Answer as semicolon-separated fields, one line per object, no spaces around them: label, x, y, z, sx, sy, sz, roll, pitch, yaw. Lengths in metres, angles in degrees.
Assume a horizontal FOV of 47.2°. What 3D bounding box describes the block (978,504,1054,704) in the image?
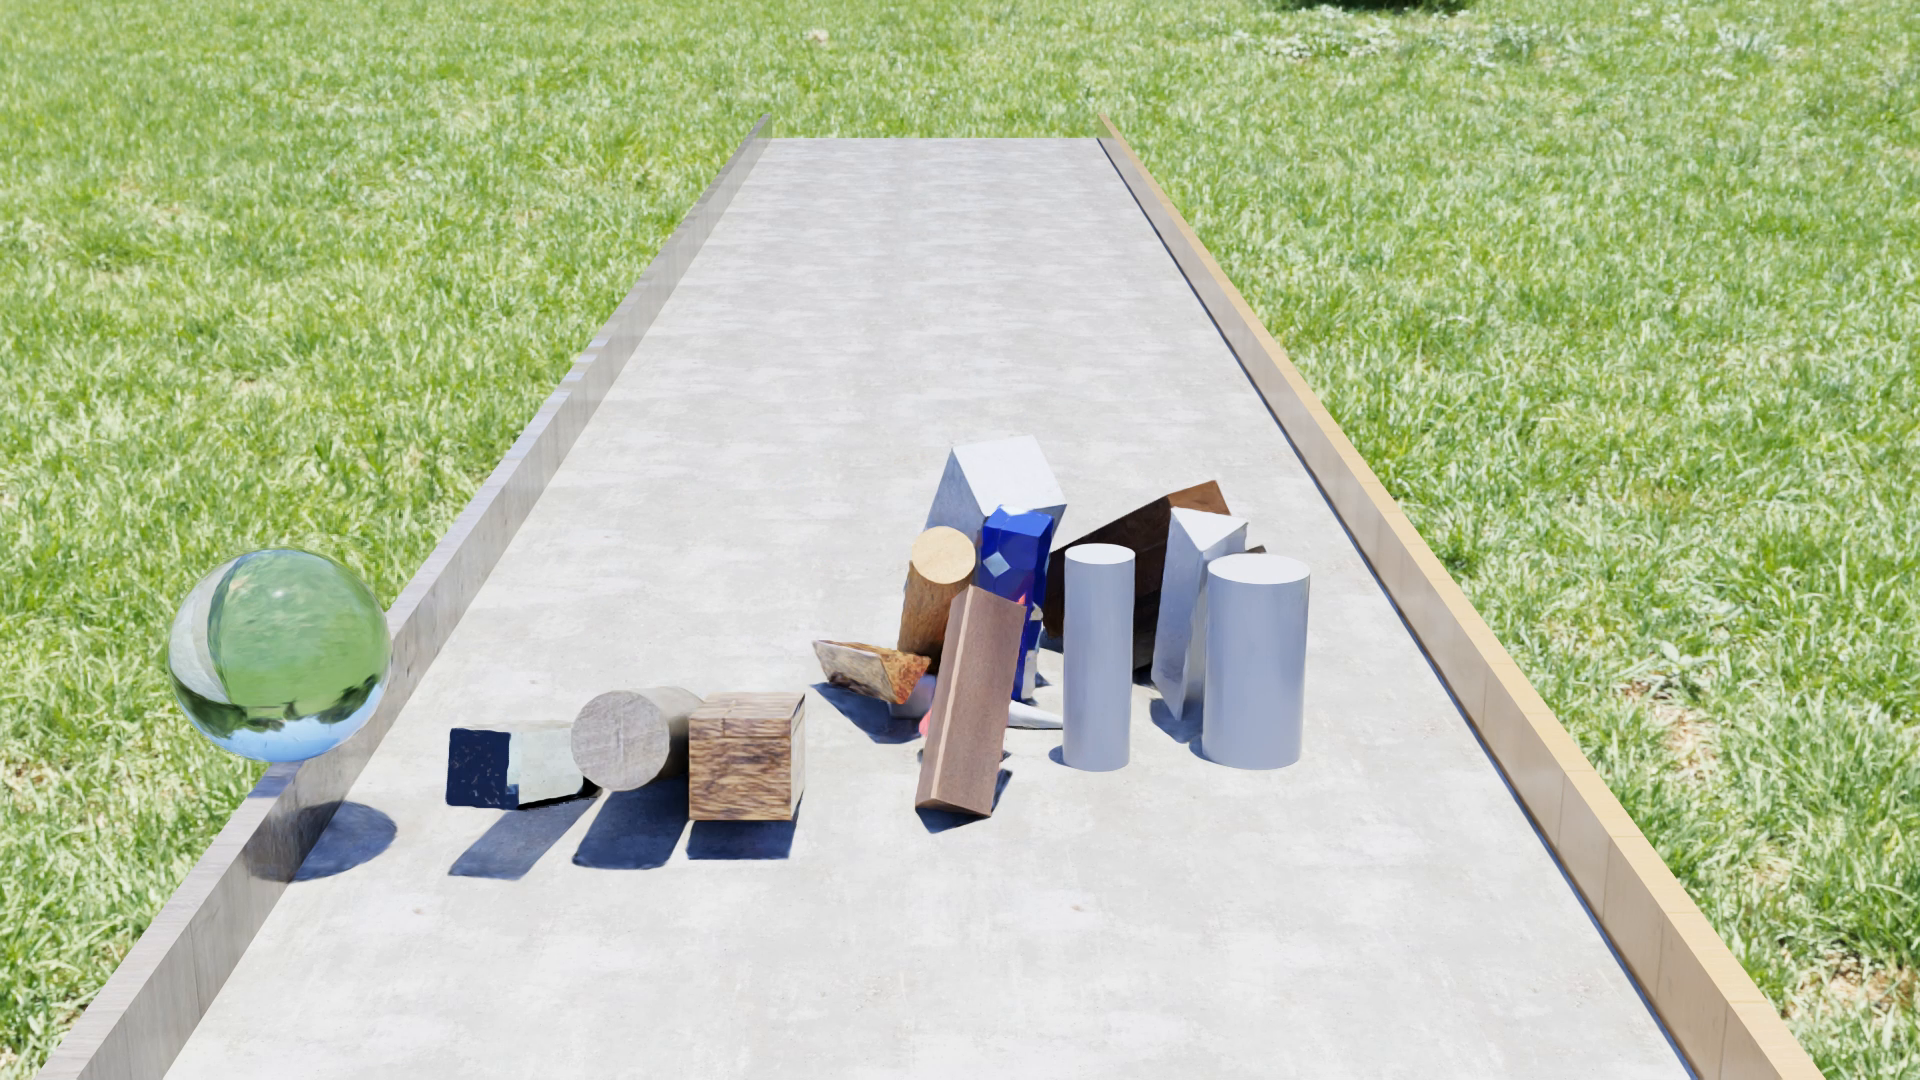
block;0.093;0.132;4.099;0.104;0.371;0.104;12;26;13

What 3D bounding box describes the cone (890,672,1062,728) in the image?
cone;0.081;0.318;4.071;0.410;0.100;0.100;10;18;9

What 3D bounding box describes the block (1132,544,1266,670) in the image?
block;0.438;0.139;4.235;0.123;0.123;0.371;-17;-8;-45

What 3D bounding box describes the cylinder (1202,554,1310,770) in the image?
cylinder;0.524;0.215;3.902;0.179;0.344;0.179;0;17;0

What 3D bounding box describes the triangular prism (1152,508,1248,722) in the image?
triangular prism;0.418;0.126;4.048;0.118;0.393;0.136;30;44;32

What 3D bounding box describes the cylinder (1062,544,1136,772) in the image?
cylinder;0.243;0.207;3.861;0.121;0.382;0.121;0;17;0

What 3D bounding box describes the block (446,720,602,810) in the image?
block;-0.702;0.363;3.591;0.120;0.120;0.380;3;-2;11

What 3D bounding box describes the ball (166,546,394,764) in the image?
ball;-1.072;0.181;3.473;0.341;0.341;0.341;0;17;0

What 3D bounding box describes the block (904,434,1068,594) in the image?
block;0.043;0.017;4.336;0.173;0.456;0.173;-9;55;-23

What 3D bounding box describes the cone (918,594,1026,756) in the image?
cone;0.057;0.225;3.875;0.159;0.301;0.159;22;14;-6

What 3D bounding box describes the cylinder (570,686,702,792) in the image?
cylinder;-0.519;0.324;3.637;0.157;0.157;0.414;1;-3;3

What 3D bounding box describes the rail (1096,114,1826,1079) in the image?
rail;0.932;-0.844;7.801;0.050;0.150;12.000;0;17;-1

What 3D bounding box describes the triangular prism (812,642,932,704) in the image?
triangular prism;-0.182;0.226;4.107;0.086;0.099;0.349;37;-13;-21

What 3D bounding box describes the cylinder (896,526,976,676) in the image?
cylinder;-0.048;0.125;4.155;0.118;0.407;0.118;3;61;-5

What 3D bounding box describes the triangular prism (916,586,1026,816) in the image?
triangular prism;-0.004;0.272;3.715;0.133;0.363;0.115;23;-19;-39

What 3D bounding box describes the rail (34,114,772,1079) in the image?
rail;-1.118;-0.838;7.780;0.050;0.150;12.000;0;17;-1

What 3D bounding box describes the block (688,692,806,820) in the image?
block;-0.348;0.353;3.638;0.161;0.161;0.322;0;3;0

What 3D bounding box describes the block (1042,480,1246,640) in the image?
block;0.341;0.042;4.381;0.158;0.158;0.429;-17;-8;-45
